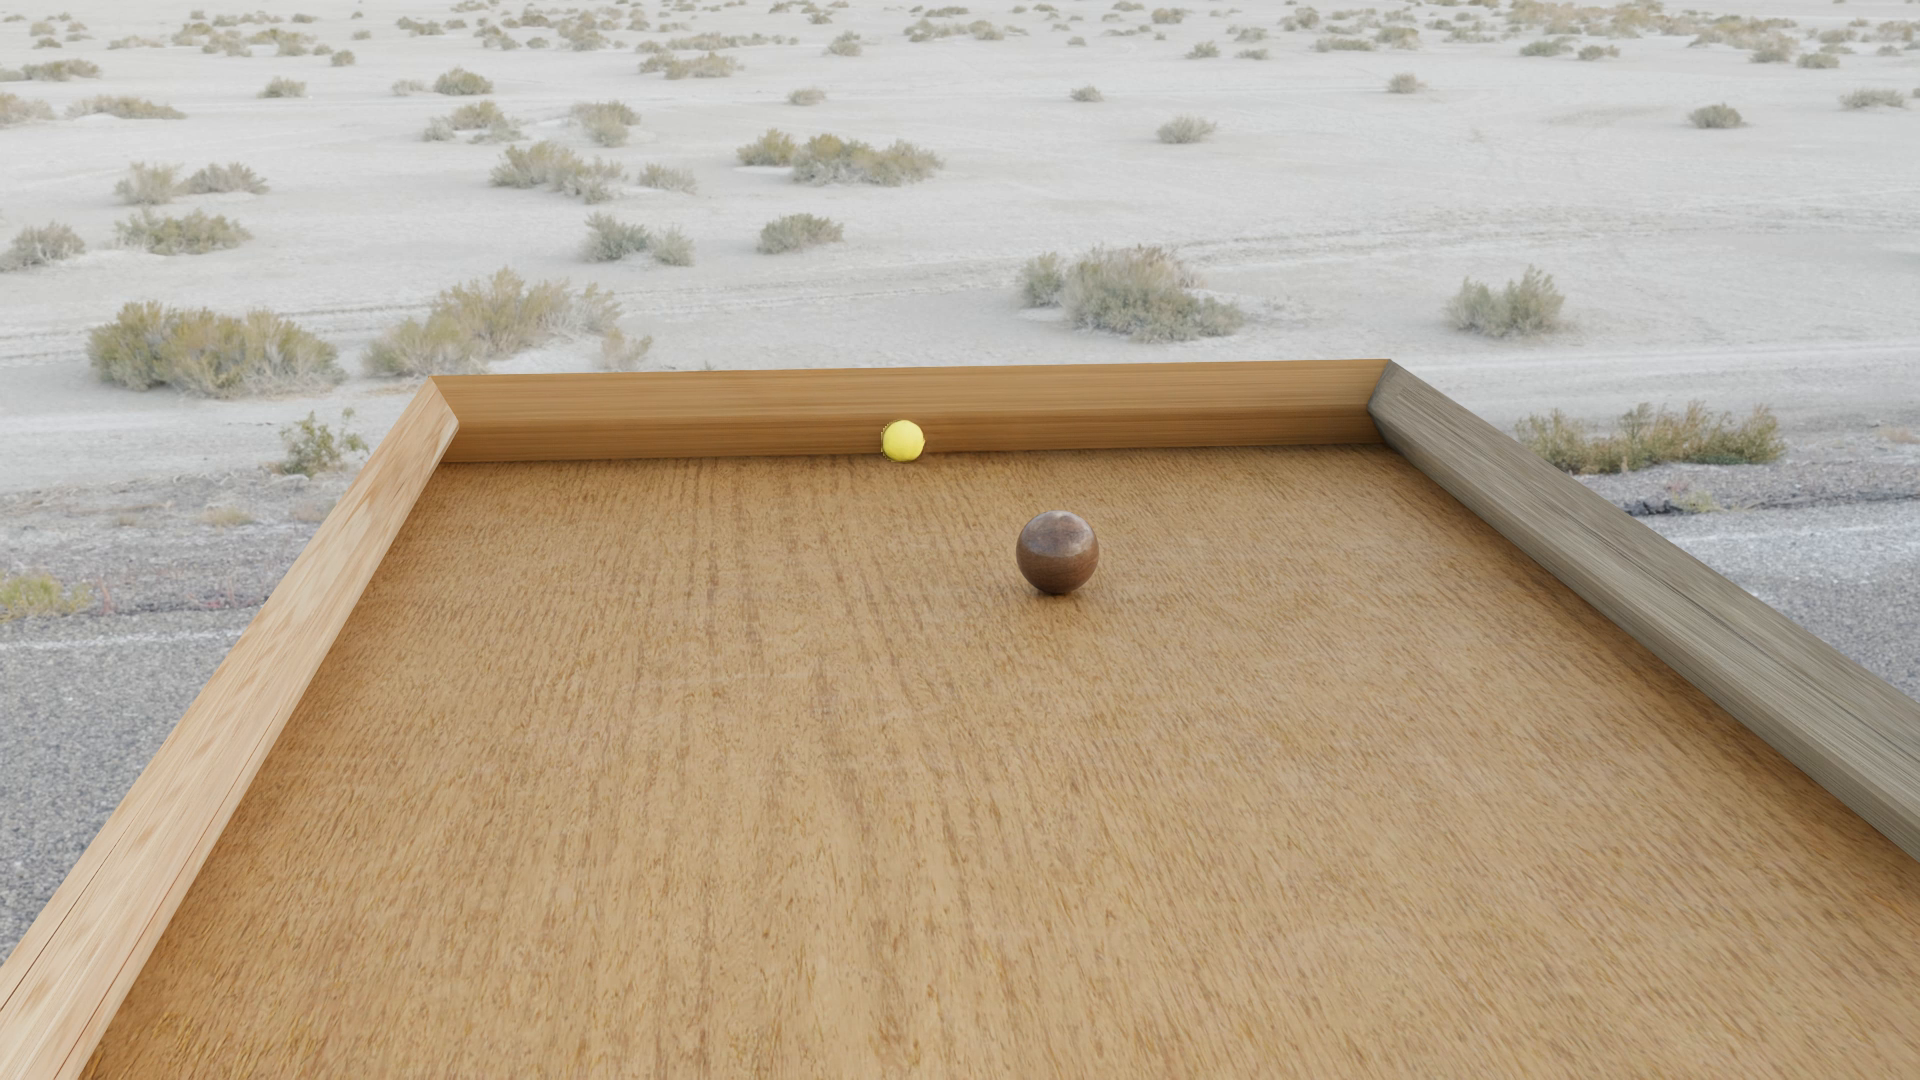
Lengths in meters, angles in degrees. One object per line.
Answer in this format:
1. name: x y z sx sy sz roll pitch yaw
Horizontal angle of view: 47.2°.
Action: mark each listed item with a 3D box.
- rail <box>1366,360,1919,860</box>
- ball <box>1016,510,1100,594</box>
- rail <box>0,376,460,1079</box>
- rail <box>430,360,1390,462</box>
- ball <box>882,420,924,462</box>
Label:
1. rail: 0.747 0.129 2.087 0.045 0.127 2.594 -1 15 -5
2. ball: 0.114 0.014 2.568 0.098 0.098 0.098 0 15 0
3. rail: -0.626 0.163 1.962 0.045 0.127 2.594 -1 15 -5
4. rail: -0.058 -0.188 3.248 1.427 0.127 0.045 -1 15 -5
5. ball: -0.083 -0.144 3.217 0.061 0.061 0.061 0 15 0
